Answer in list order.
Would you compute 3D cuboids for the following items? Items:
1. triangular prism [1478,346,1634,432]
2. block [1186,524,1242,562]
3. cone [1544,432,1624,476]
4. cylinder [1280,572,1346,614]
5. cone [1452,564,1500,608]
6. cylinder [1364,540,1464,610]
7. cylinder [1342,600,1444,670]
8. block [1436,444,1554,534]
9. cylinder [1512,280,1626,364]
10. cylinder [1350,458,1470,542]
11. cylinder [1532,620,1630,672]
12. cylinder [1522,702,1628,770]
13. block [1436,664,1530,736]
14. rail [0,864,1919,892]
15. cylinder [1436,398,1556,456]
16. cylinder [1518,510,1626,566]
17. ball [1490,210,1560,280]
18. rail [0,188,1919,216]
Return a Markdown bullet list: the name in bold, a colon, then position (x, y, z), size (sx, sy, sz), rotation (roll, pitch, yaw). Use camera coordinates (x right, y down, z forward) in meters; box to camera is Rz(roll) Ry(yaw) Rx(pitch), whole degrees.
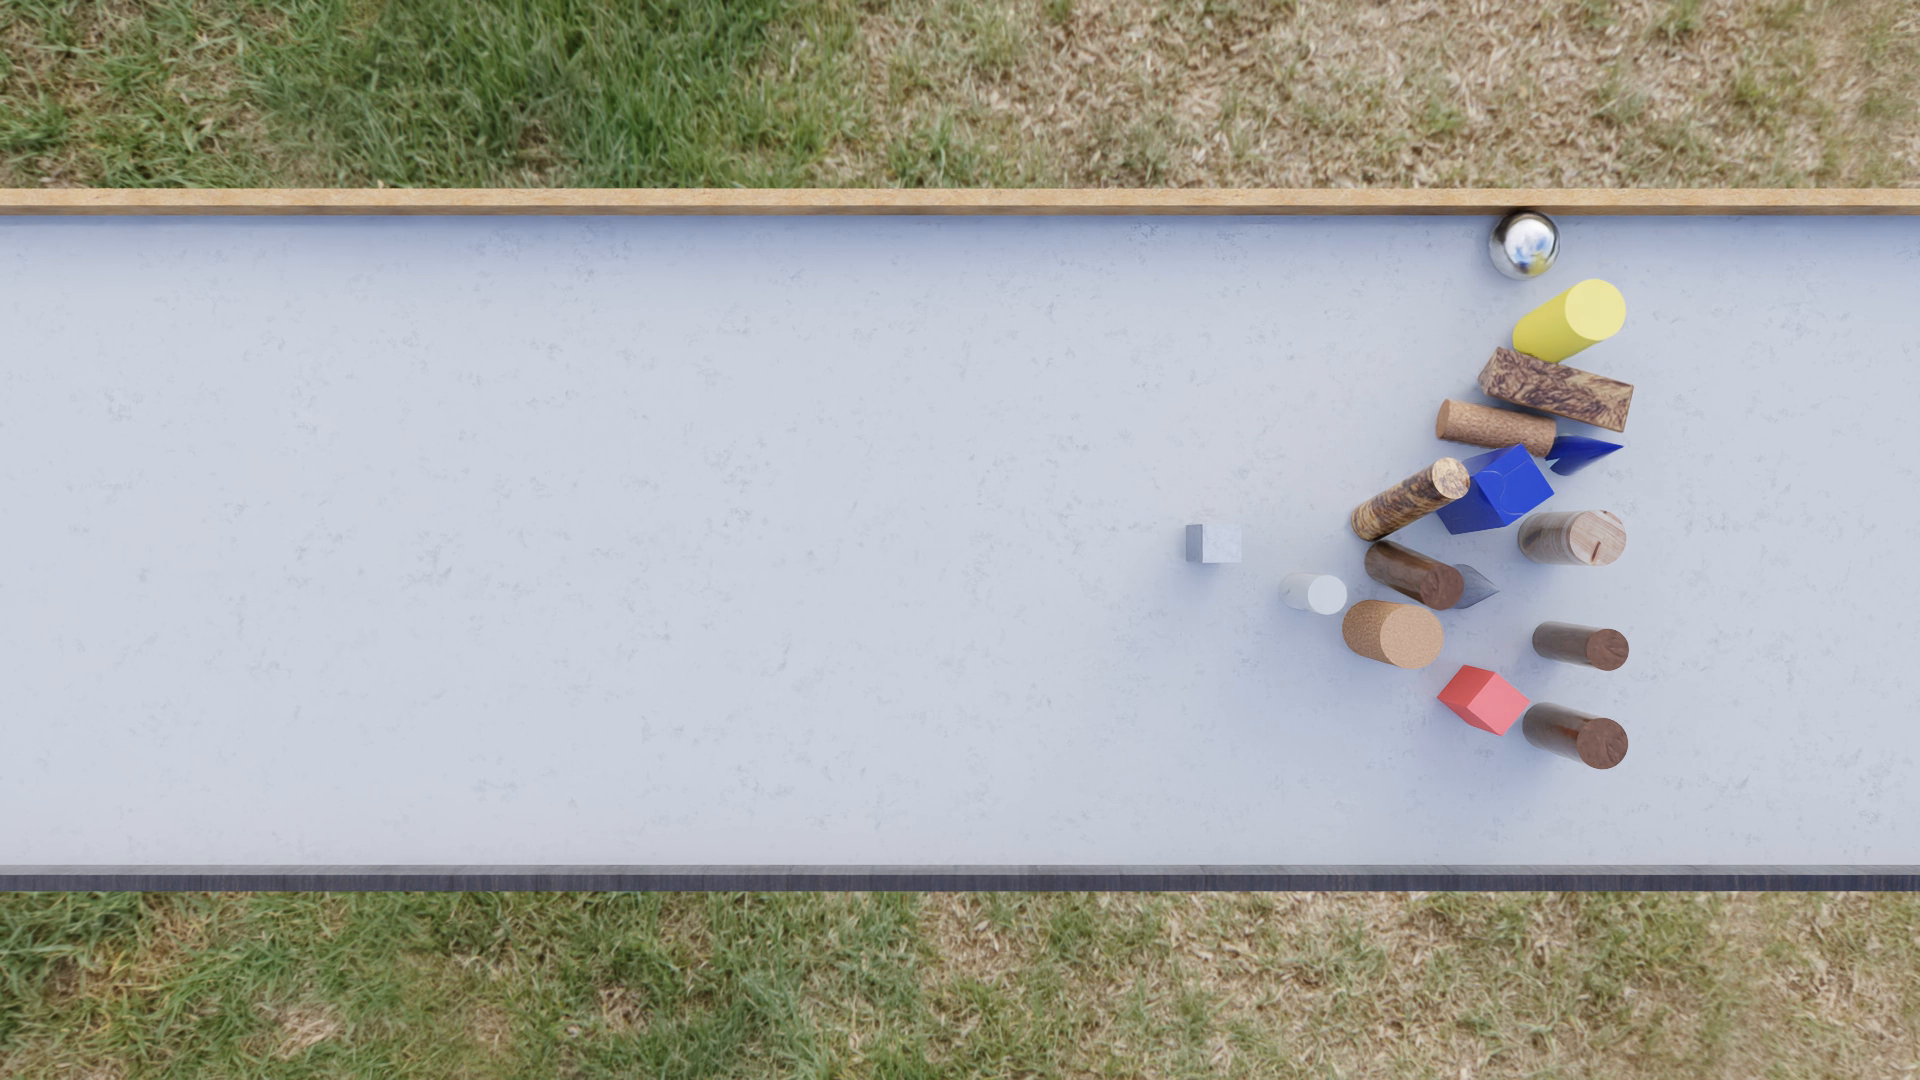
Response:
- **triangular prism**: position (1.795, -0.431, 4.979), size (0.426, 0.149, 0.129), rotation (16, 55, 0)
- **block**: position (0.751, 0.009, 4.902), size (0.111, 0.349, 0.111), rotation (0, 90, 0)
- **cone**: position (1.866, -0.263, 4.852), size (0.133, 0.449, 0.133), rotation (0, 90, 0)
- **cylinder**: position (1.038, 0.155, 4.868), size (0.111, 0.418, 0.111), rotation (0, 90, 0)
- **cone**: position (1.539, 0.143, 4.881), size (0.140, 0.391, 0.140), rotation (0, 90, 0)
- **cylinder**: position (1.335, 0.100, 4.868), size (0.132, 0.398, 0.132), rotation (-2, 101, -9)
- **cylinder**: position (1.266, 0.273, 4.848), size (0.179, 0.457, 0.179), rotation (0, 90, 0)
- **block**: position (1.546, -0.144, 4.856), size (0.170, 0.428, 0.170), rotation (-33, 89, -5)
- **cylinder**: position (1.792, -0.634, 4.868), size (0.176, 0.401, 0.176), rotation (0, 85, -2)
- **cylinder**: position (1.317, -0.114, 4.848), size (0.122, 0.445, 0.122), rotation (5, 73, -16)
- **cylinder**: position (1.821, 0.309, 4.856), size (0.120, 0.441, 0.120), rotation (0, 90, 0)
- **cylinder**: position (1.803, 0.572, 4.853), size (0.146, 0.447, 0.146), rotation (0, 90, 0)
- **block**: position (1.560, 0.476, 4.925), size (0.132, 0.302, 0.132), rotation (40, 90, 0)
- **rail**: position (-2.247, 1.025, 5.001), size (12.000, 0.150, 0.050), rotation (0, 90, 0)
- **cylinder**: position (1.628, -0.341, 5.016), size (0.325, 0.122, 0.122), rotation (11, 90, 0)
- **cylinder**: position (1.796, -0.005, 4.859), size (0.160, 0.435, 0.160), rotation (0, 90, 0)
- **ball**: position (1.703, -0.890, 4.974), size (0.205, 0.205, 0.205), rotation (0, 90, 0)
- **rail**: position (-2.247, -1.025, 5.002), size (12.000, 0.150, 0.050), rotation (0, 90, 0)
